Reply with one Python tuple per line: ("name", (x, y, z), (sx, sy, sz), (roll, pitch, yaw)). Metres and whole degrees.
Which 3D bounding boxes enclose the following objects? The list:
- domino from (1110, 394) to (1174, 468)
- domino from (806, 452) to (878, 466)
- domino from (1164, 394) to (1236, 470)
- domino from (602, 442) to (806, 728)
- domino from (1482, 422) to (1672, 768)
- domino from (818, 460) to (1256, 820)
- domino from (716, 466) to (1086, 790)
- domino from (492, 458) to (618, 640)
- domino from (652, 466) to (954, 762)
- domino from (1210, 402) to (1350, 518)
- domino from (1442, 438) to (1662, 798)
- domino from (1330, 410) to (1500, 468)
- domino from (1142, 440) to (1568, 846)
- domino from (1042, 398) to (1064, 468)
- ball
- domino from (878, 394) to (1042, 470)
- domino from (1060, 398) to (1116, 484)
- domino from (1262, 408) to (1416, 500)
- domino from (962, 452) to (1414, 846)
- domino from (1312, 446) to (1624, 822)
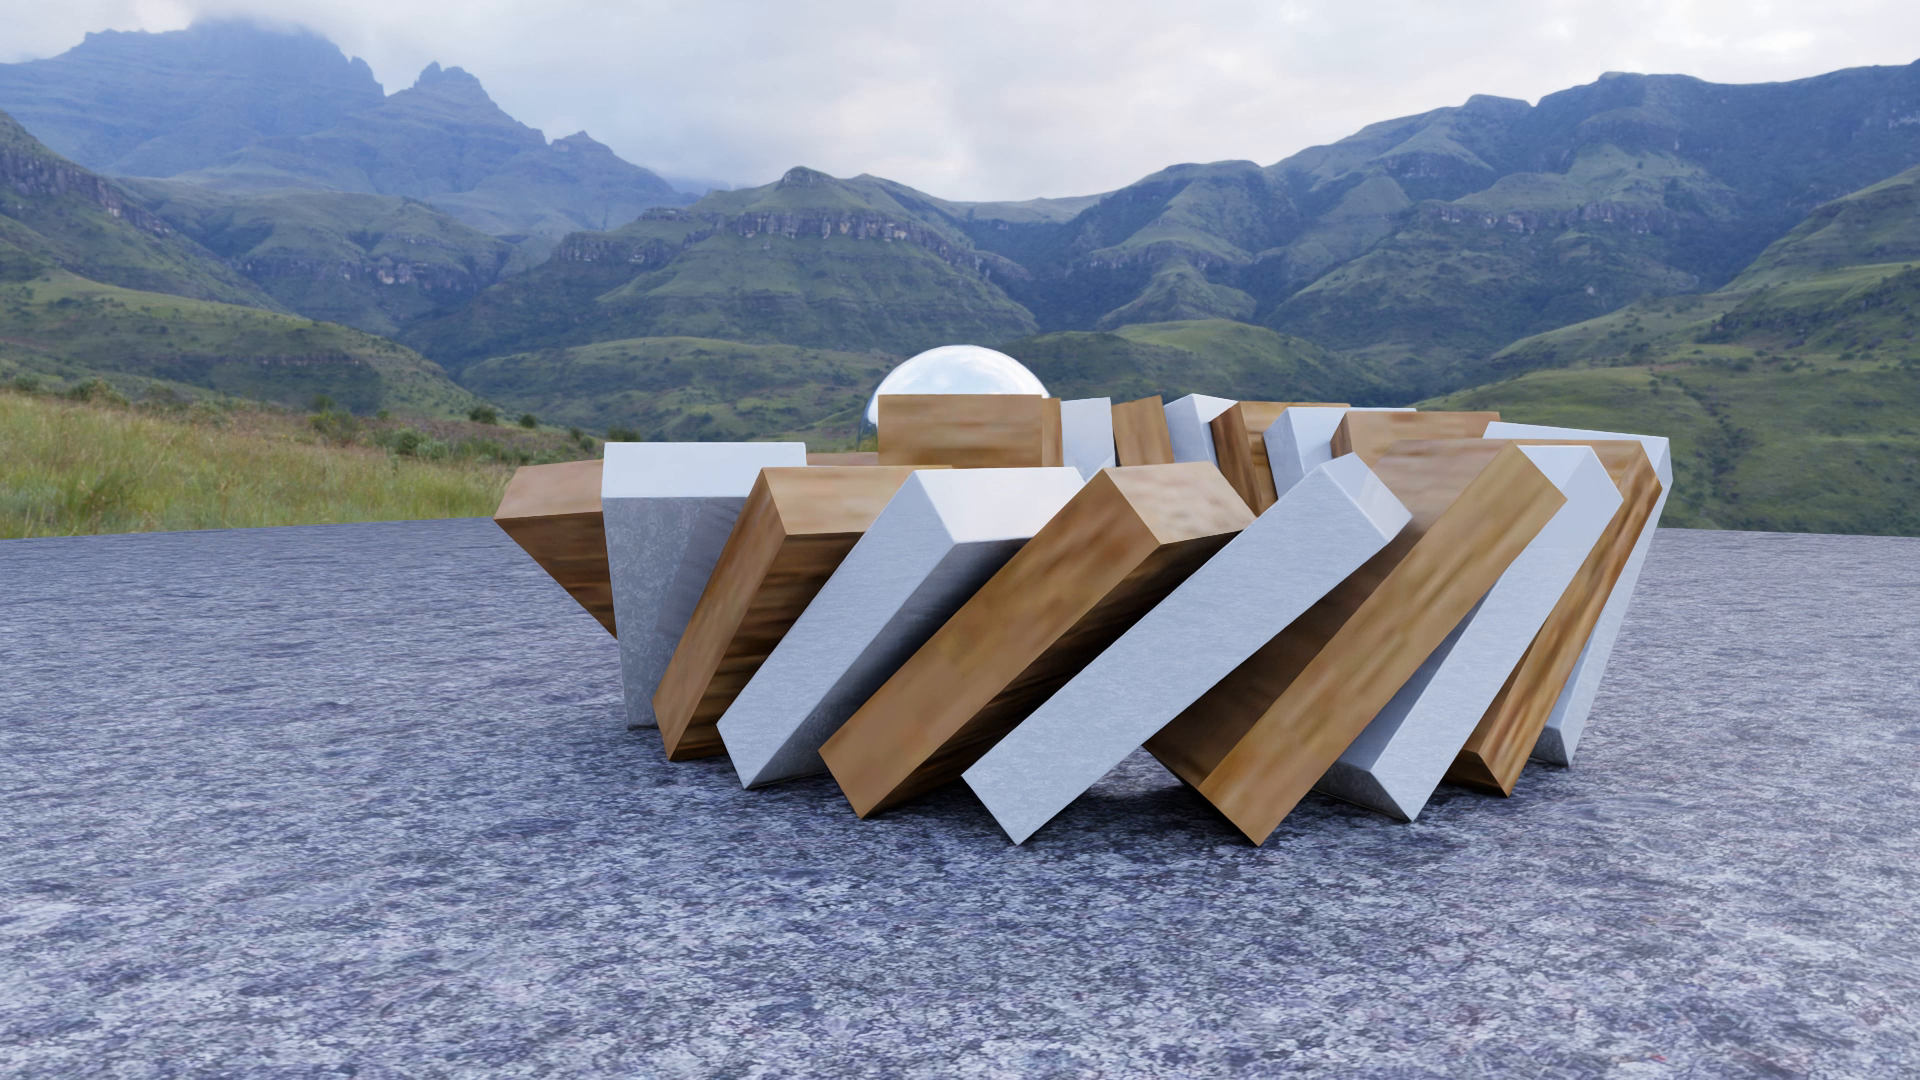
("domino", (0.035, -0.001, 0.240), (0.009, 0.050, 0.025), (-13, 4, -2))
("domino", (-0.010, 0.003, 0.252), (0.025, 0.010, 0.050), (3, -37, 37))
("domino", (0.052, -0.001, 0.241), (0.009, 0.050, 0.025), (-22, -14, 38))
("domino", (-0.035, 0.008, 0.179), (0.025, 0.050, 0.010), (-1, 48, -10))
("domino", (0.081, 0.006, 0.184), (0.025, 0.050, 0.010), (11, -31, 40))
("domino", (0.008, 0.011, 0.145), (0.050, 0.009, 0.025), (-46, -21, 29))
("domino", (-0.007, 0.011, 0.154), (0.025, 0.009, 0.050), (-4, -35, -43))
("domino", (-0.045, 0.007, 0.197), (0.025, 0.009, 0.050), (-3, -37, 23))
("domino", (-0.020, 0.010, 0.164), (0.025, 0.010, 0.050), (-3, -36, -33))
("domino", (0.063, 0.000, 0.229), (0.025, 0.050, 0.009), (-2, -17, -25))
("domino", (0.070, 0.008, 0.171), (0.025, 0.050, 0.009), (7, -35, 53))
("domino", (0.075, 0.003, 0.202), (0.025, 0.050, 0.009), (0, -27, -1))
("domino", (0.043, 0.010, 0.148), (0.009, 0.050, 0.025), (43, -3, -9))
("domino", (0.007, 0.000, 0.232), (0.009, 0.050, 0.025), (-8, 8, -36))
("ball", (0.000, -0.034, 0.489), (0.080, 0.080, 0.080), (0, 4, 0))
("domino", (0.000, 0.002, 0.201), (0.025, 0.050, 0.009), (0, 4, 0))
("domino", (0.021, -0.001, 0.238), (0.010, 0.050, 0.025), (-7, 6, -13))
("domino", (0.070, 0.002, 0.216), (0.025, 0.050, 0.010), (-1, -23, -15))
("domino", (0.025, 0.011, 0.139), (0.050, 0.009, 0.025), (-44, -12, 22))
("domino", (0.058, 0.009, 0.160), (0.010, 0.050, 0.025), (47, -18, -23))
